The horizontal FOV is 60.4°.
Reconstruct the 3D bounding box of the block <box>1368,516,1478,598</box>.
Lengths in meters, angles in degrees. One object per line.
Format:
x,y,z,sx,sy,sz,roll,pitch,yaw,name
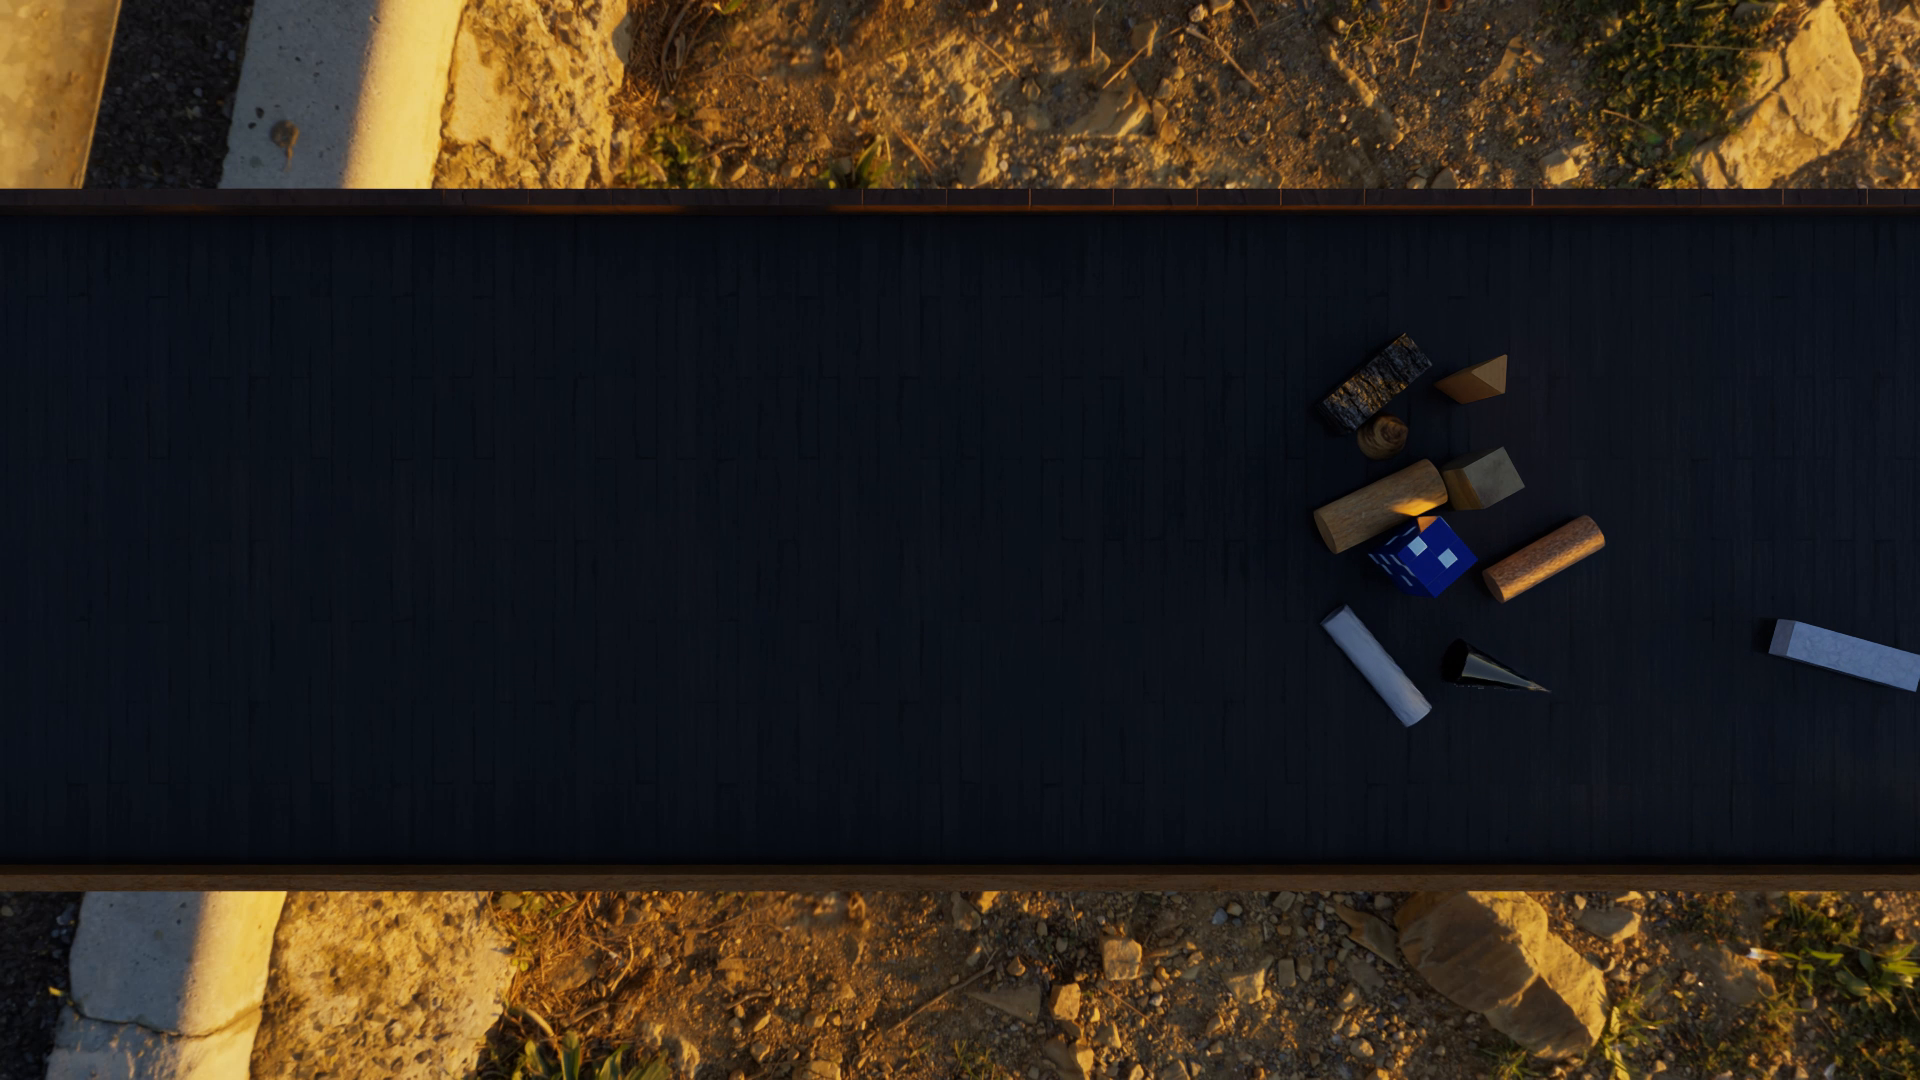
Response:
1.370,0.049,4.902,0.167,0.348,0.167,-41,90,0,block

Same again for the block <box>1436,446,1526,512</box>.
1.525,-0.178,4.894,0.132,0.366,0.132,-29,90,0,block

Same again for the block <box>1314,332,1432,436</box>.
1.254,-0.470,5.013,0.325,0.127,0.127,-40,90,0,block

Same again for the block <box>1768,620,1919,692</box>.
2.698,0.350,5.022,0.405,0.109,0.109,16,90,0,block

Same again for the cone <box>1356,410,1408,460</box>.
1.297,-0.320,4.922,0.155,0.310,0.155,0,90,0,cone

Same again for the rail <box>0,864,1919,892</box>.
-2.247,1.025,5.001,12.000,0.150,0.050,0,90,0,rail

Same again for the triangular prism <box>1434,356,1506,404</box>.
1.529,-0.488,4.886,0.110,0.382,0.095,34,90,0,triangular prism

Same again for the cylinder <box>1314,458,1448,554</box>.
1.275,-0.102,5.003,0.369,0.148,0.148,-25,90,0,cylinder

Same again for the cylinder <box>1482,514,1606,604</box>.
1.775,0.057,5.019,0.349,0.115,0.115,-29,90,0,cylinder

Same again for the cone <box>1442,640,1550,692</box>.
1.660,0.418,5.043,0.340,0.137,0.137,17,90,-11,cone

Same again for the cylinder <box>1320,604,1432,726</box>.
1.268,0.382,5.026,0.100,0.100,0.403,-40,90,0,cylinder

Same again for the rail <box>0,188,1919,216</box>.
-2.247,-1.025,5.002,12.000,0.150,0.050,0,90,0,rail
